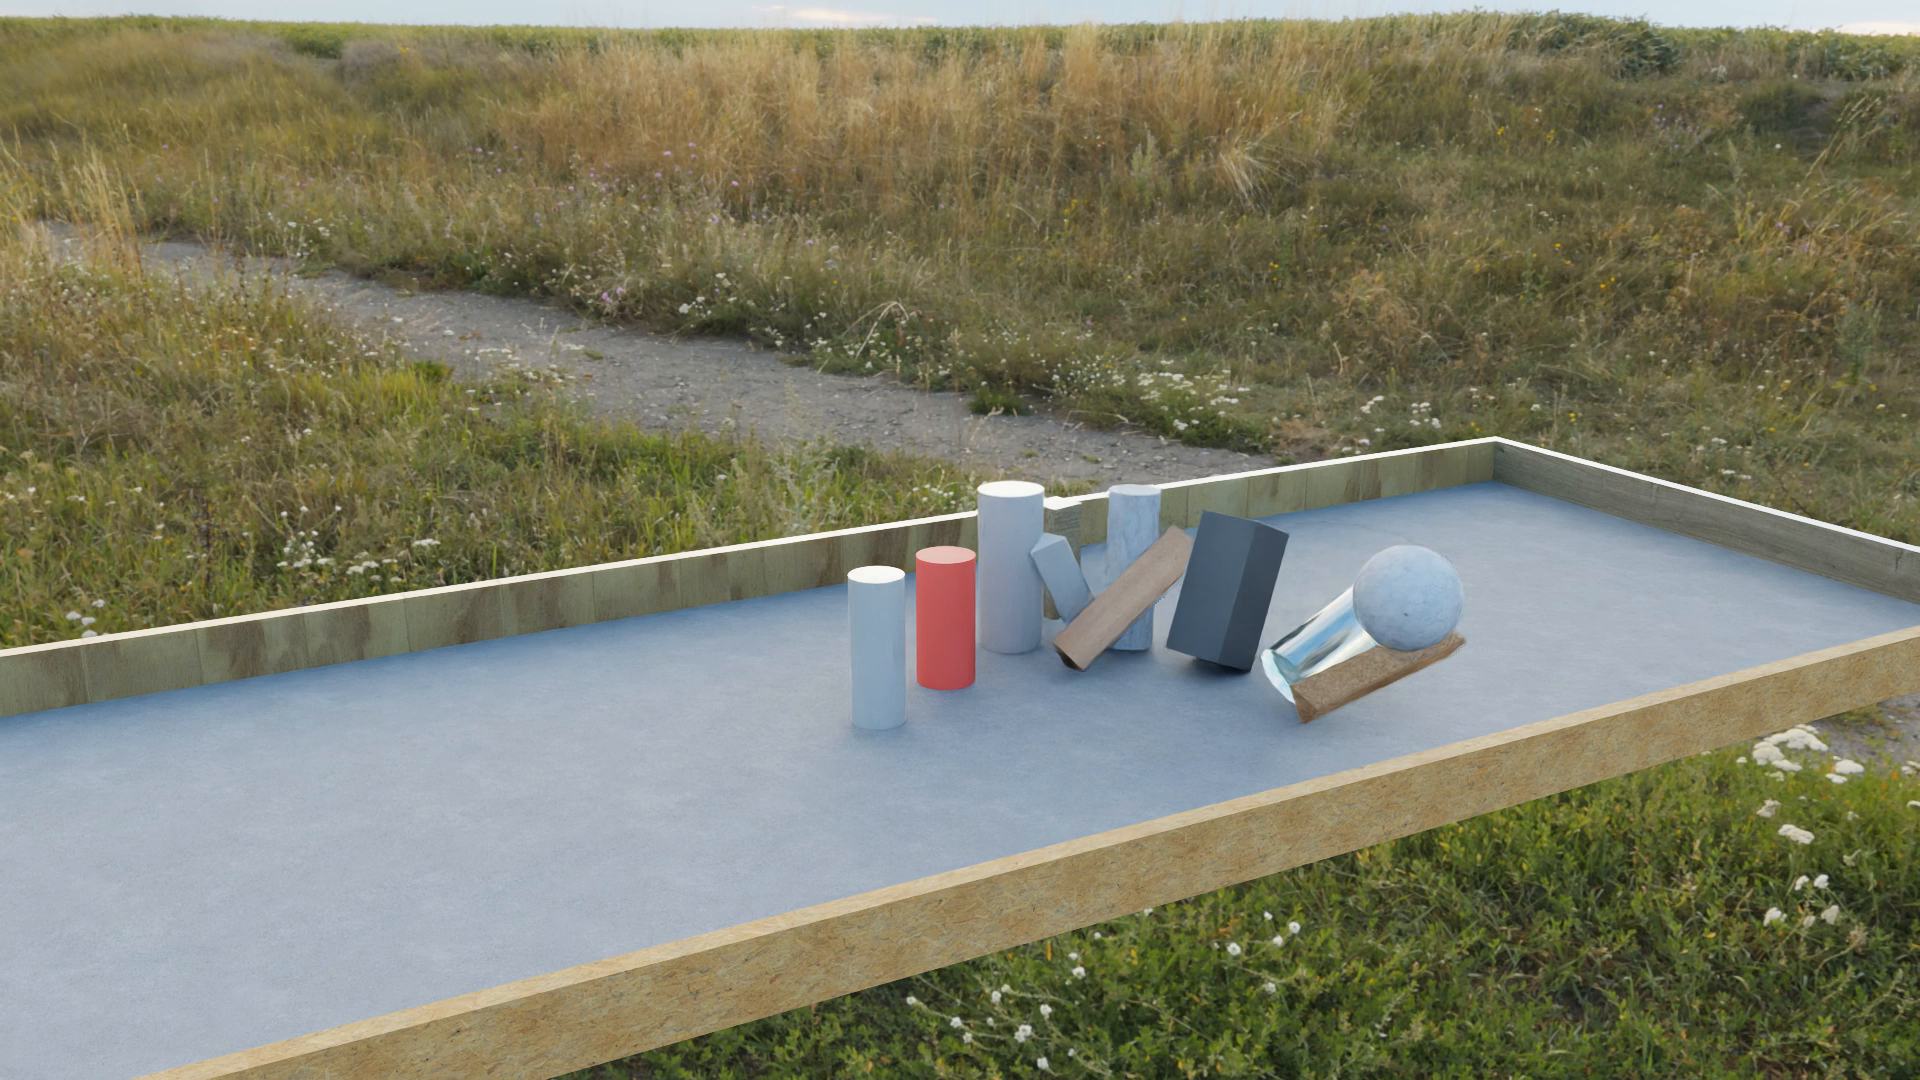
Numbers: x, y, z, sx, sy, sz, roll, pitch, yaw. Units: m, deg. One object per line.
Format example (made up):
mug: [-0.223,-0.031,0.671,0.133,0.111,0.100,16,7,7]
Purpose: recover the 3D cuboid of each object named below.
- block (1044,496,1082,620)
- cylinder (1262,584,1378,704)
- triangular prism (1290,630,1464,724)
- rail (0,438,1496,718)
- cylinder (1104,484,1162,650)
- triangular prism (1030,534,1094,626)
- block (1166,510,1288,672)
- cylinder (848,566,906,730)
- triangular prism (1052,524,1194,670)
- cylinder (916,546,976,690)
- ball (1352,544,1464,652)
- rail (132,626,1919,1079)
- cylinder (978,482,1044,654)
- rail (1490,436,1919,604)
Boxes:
block: [0.265,0.050,4.616,0.102,0.320,0.102,-13,21,-38]
cylinder: [0.935,0.230,4.028,0.387,0.161,0.161,-34,29,-18]
triangular prism: [0.986,0.301,3.925,0.441,0.085,0.099,-21,-21,-19]
rail: [-3.305,0.497,3.399,12.000,0.150,0.050,-9,18,-27]
cylinder: [0.451,0.072,4.357,0.135,0.418,0.135,2,14,0]
triangular prism: [0.287,0.129,4.325,0.098,0.314,0.085,-24,22,5]
block: [0.681,0.130,4.205,0.163,0.364,0.163,15,-1,41]
cylinder: [-0.194,0.252,3.863,0.132,0.359,0.132,0,16,0]
triangular prism: [0.423,0.142,4.233,0.451,0.095,0.109,-42,13,-13]
cylinder: [-0.035,0.194,4.112,0.148,0.328,0.148,0,16,0]
ball: [1.004,0.130,3.704,0.240,0.240,0.240,0,16,0]
rail: [-2.336,1.006,1.665,12.000,0.150,0.050,-9,18,-27]
cylinder: [0.135,0.070,4.359,0.174,0.423,0.174,-1,15,0]
rail: [2.466,-0.048,5.253,0.050,0.150,2.100,-9,18,-27]
